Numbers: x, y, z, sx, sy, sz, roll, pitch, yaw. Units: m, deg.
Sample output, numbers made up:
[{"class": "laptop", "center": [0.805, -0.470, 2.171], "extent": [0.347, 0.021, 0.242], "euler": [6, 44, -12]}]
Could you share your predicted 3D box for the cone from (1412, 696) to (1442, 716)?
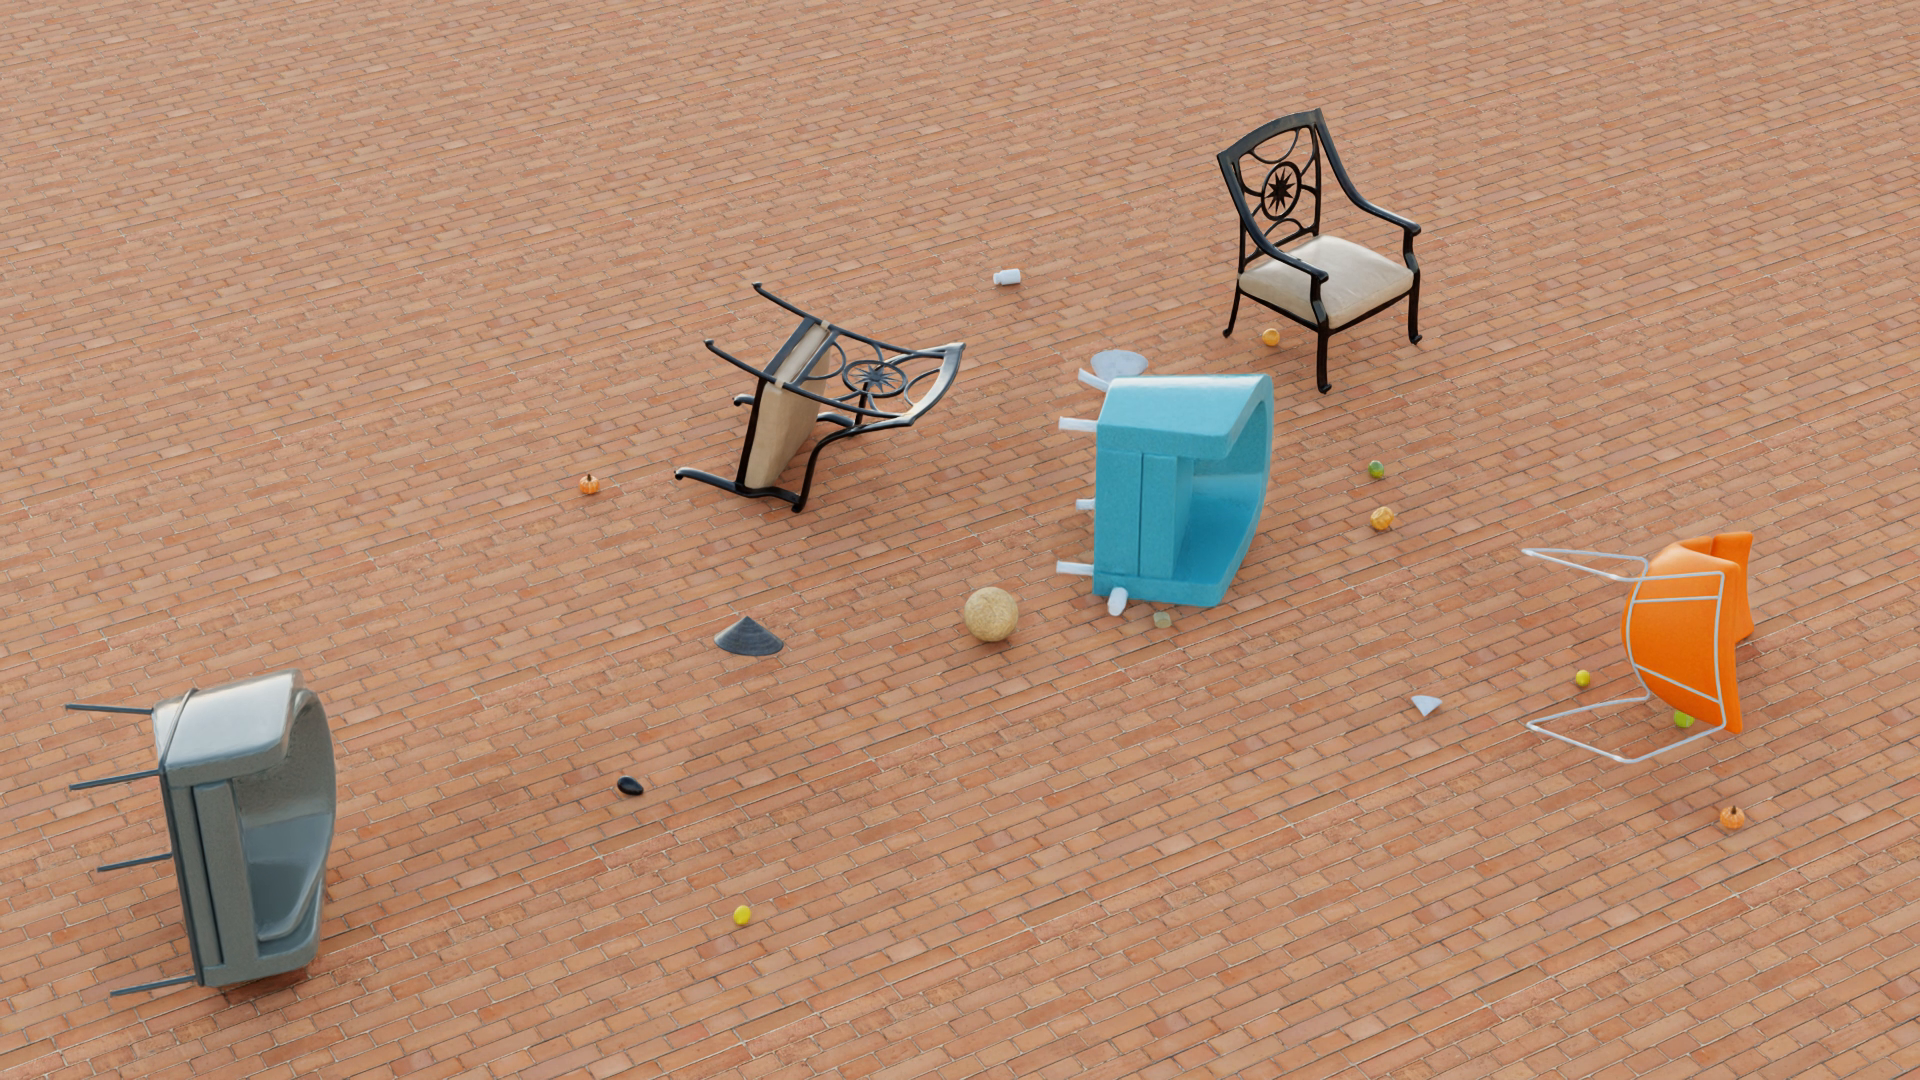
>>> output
[{"class": "cone", "center": [1.595, 0.578, 10.043], "extent": [0.107, 0.058, 0.065], "euler": [5, 58, 16]}]

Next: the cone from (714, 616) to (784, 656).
[{"class": "cone", "center": [-0.750, 0.314, 10.364], "extent": [0.258, 0.114, 0.164], "euler": [9, 34, 14]}]

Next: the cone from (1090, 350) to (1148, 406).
[{"class": "cone", "center": [0.630, -0.627, 11.827], "extent": [0.238, 0.158, 0.234], "euler": [1, 52, 12]}]

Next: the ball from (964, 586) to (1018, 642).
[{"class": "ball", "center": [0.110, 0.264, 10.367], "extent": [0.196, 0.196, 0.196], "euler": [0, 33, 0]}]
